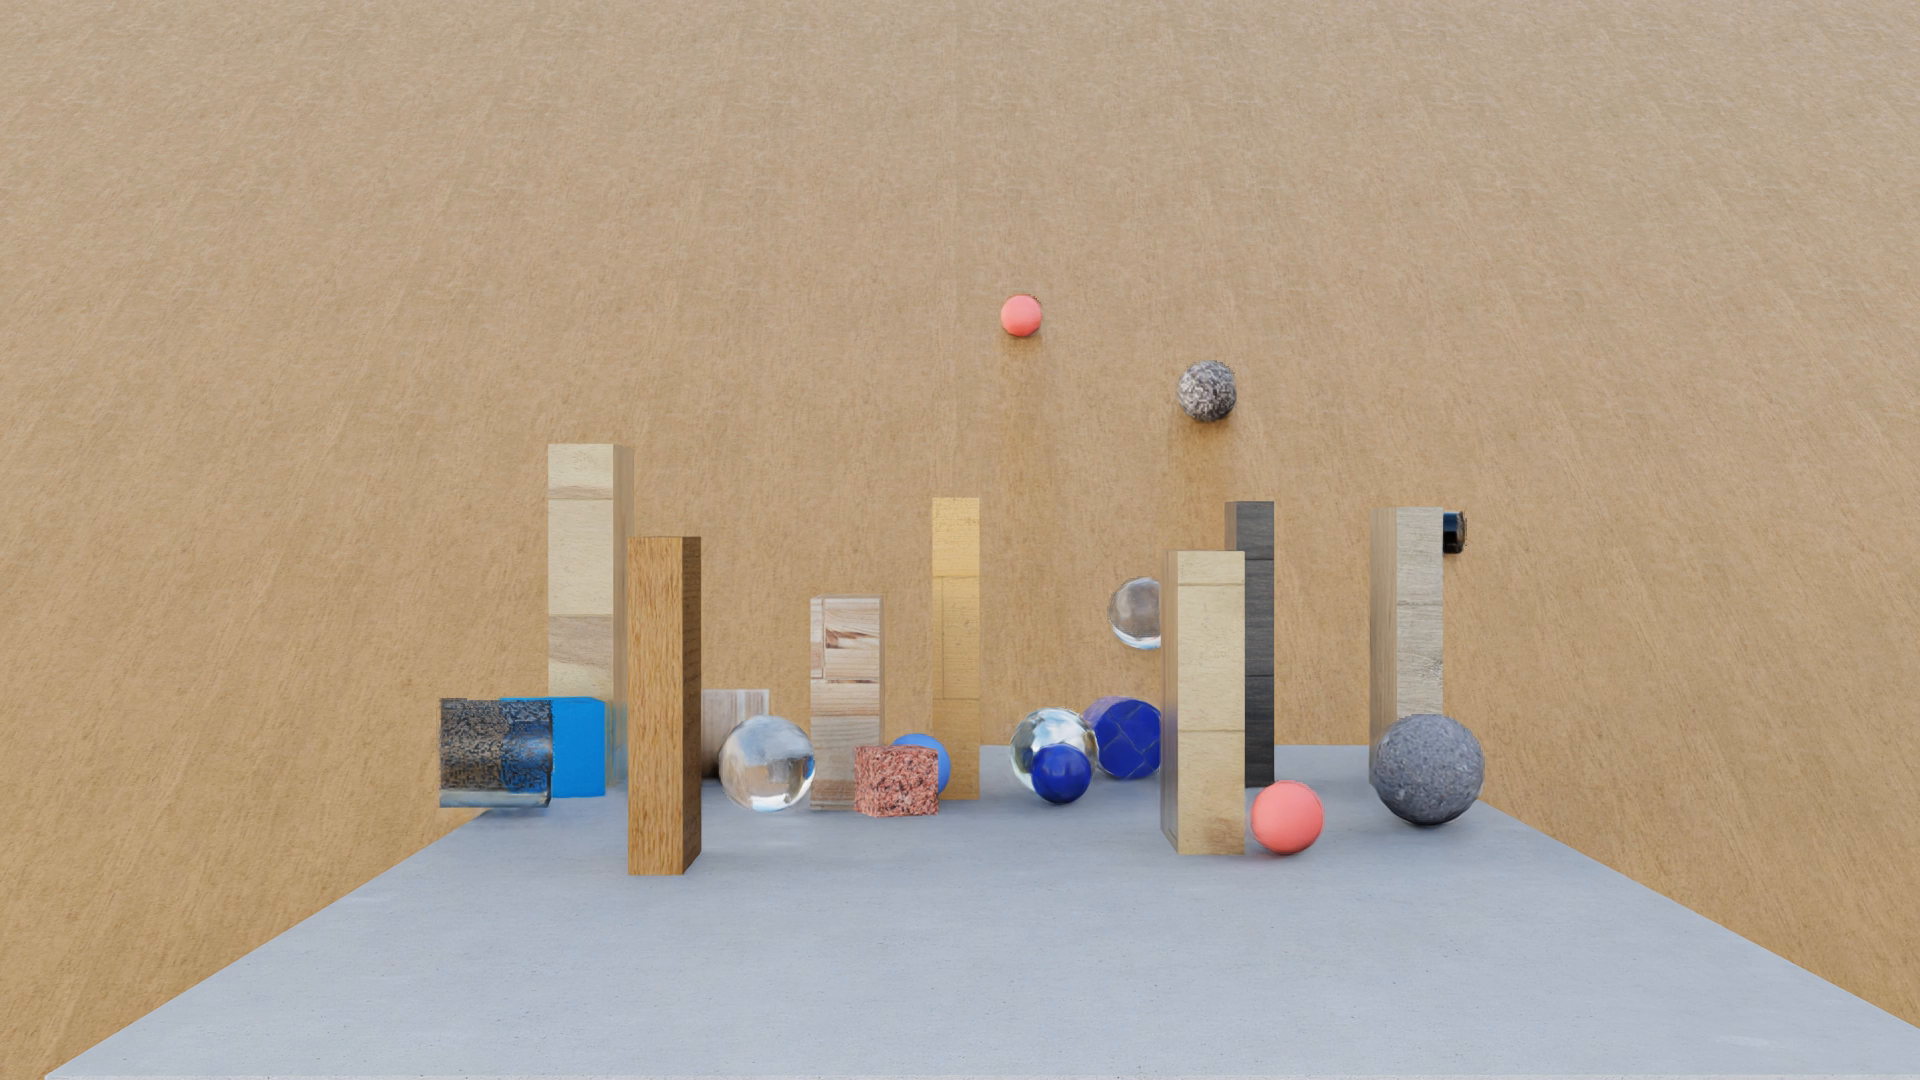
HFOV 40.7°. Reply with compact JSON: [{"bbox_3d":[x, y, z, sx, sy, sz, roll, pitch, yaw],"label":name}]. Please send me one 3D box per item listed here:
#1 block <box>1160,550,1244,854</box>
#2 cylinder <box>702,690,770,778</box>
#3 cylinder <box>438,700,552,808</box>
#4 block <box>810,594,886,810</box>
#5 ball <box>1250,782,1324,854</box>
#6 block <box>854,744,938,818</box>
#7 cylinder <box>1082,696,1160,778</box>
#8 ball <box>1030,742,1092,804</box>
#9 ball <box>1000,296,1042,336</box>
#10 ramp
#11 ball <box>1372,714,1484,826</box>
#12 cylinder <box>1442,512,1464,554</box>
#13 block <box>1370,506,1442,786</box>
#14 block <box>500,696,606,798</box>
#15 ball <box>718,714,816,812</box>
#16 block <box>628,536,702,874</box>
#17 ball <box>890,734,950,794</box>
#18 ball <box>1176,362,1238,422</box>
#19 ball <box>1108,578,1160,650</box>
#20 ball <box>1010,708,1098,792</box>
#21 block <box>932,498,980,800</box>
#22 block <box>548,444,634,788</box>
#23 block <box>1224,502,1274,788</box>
[{"bbox_3d":[0.429,0.277,4.609,0.114,0.518,0.390,0,0,0],"label":"block"},{"bbox_3d":[-0.525,0.433,5.770,0.197,0.197,0.197,0,29,-5],"label":"cylinder"},{"bbox_3d":[-0.909,0.419,5.051,0.210,0.210,0.210,1,28,-12],"label":"cylinder"},{"bbox_3d":[-0.228,0.325,5.321,0.136,0.418,0.407,0,0,0],"label":"block"},{"bbox_3d":[0.558,0.475,4.419,0.124,0.124,0.124,0,29,0],"label":"ball"},{"bbox_3d":[-0.126,0.471,5.064,0.127,0.127,0.127,0,0,-22],"label":"block"},{"bbox_3d":[0.367,0.443,5.826,0.176,0.176,0.176,-5,1,-9],"label":"cylinder"},{"bbox_3d":[0.203,0.471,5.223,0.125,0.125,0.125,0,29,0],"label":"ball"},{"bbox_3d":[0.214,-0.780,9.005,0.144,0.144,0.144,0,29,0],"label":"ball"},{"bbox_3d":[0.066,0.586,4.636,2.000,0.100,4.000,0,0,0],"label":"ramp"},{"bbox_3d":[0.877,0.431,4.852,0.207,0.207,0.207,0,29,0],"label":"ball"},{"bbox_3d":[1.418,-0.023,7.650,0.125,0.125,0.125,1,28,23],"label":"cylinder"},{"bbox_3d":[0.938,0.232,5.451,0.094,0.601,0.346,0,0,0],"label":"block"},{"bbox_3d":[-0.860,0.435,5.448,0.195,0.195,0.195,0,0,-17],"label":"block"},{"bbox_3d":[-0.379,0.439,5.071,0.191,0.191,0.191,0,29,0],"label":"ball"},{"bbox_3d":[-0.490,0.267,4.311,0.087,0.543,0.305,0,0,0],"label":"block"},{"bbox_3d":[-0.089,0.463,5.250,0.141,0.141,0.141,0,29,0],"label":"ball"},{"bbox_3d":[0.805,-0.483,8.420,0.196,0.196,0.196,0,29,0],"label":"ball"},{"bbox_3d":[0.514,0.205,7.186,0.200,0.200,0.200,0,29,0],"label":"ball"},{"bbox_3d":[0.195,0.440,5.376,0.185,0.185,0.185,0,29,0],"label":"ball"},{"bbox_3d":[-0.008,0.222,5.504,0.096,0.620,0.385,0,0,0],"label":"block"},{"bbox_3d":[-0.816,0.162,5.748,0.140,0.739,0.361,0,0,0],"label":"block"},{"bbox_3d":[0.634,0.224,5.675,0.081,0.615,0.243,0,0,0],"label":"block"}]
